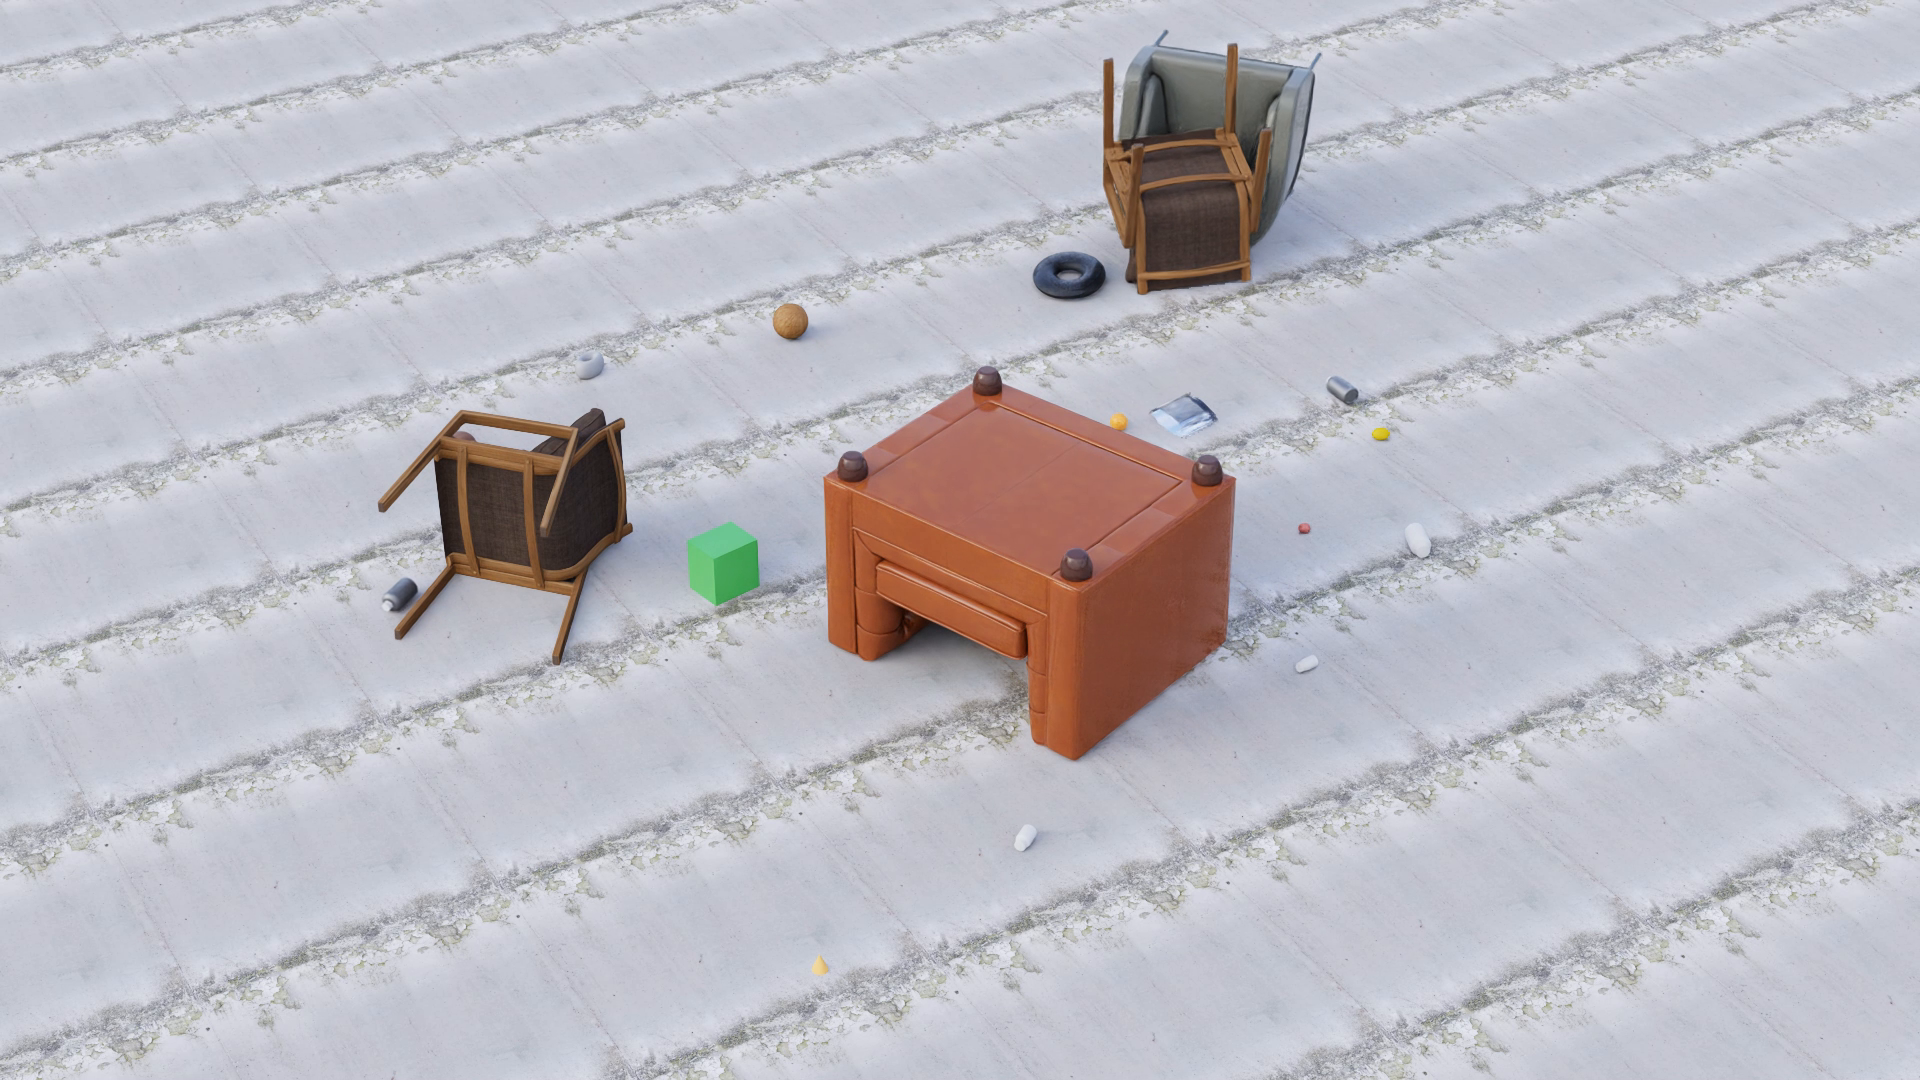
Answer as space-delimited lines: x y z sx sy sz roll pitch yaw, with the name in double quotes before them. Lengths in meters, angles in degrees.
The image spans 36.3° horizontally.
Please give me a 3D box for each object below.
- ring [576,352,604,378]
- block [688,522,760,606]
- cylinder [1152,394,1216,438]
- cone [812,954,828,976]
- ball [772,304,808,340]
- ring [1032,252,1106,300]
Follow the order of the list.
"ring" -1.511 -0.713 11.957 0.094 0.078 0.150 16 35 27
"block" -0.858 0.085 10.629 0.197 0.204 0.160 -25 41 -33
"cylinder" 0.889 -0.494 11.625 0.176 0.072 0.192 -26 49 -34
"cone" -0.427 1.285 8.938 0.051 0.062 0.057 -11 35 -17
"ball" -0.705 -0.910 12.189 0.150 0.150 0.150 0 33 0
"ring" 0.470 -1.139 12.614 0.314 0.066 0.389 4 34 7
